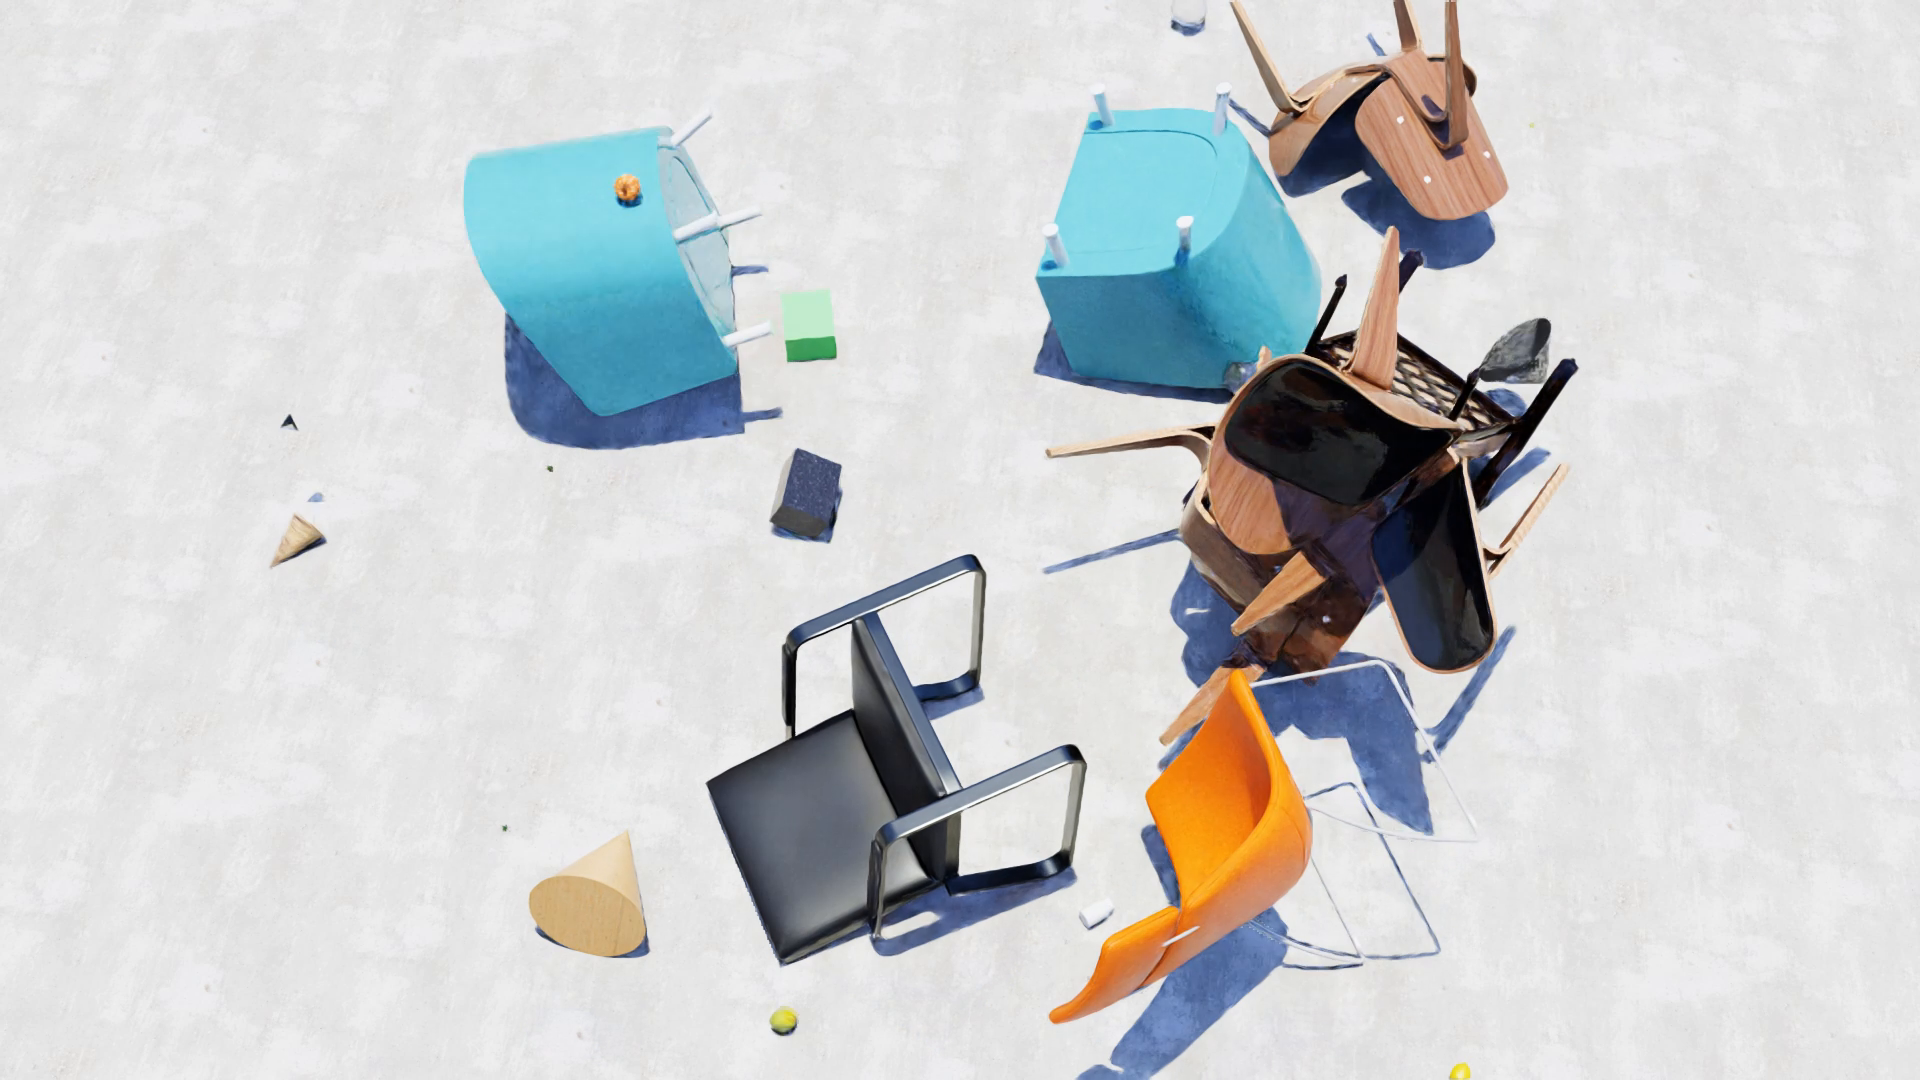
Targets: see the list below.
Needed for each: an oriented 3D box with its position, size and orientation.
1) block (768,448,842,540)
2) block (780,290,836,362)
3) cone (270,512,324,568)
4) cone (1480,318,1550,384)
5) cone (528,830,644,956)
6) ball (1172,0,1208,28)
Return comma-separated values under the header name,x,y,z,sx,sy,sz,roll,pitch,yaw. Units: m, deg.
name,x,y,z,sx,sy,sz,roll,pitch,yaw
block,-0.460,-0.139,6.568,0.153,0.111,0.209,22,55,-15
block,-0.479,-0.679,6.966,0.158,0.106,0.188,-6,56,-4
cone,-1.992,0.020,6.531,0.112,0.098,0.181,40,79,-1
cone,1.725,-0.521,6.647,0.262,0.172,0.197,-42,28,16
cone,-0.945,0.890,5.899,0.320,0.276,0.348,17,35,2
ball,0.809,-1.874,7.755,0.127,0.127,0.127,0,56,0
